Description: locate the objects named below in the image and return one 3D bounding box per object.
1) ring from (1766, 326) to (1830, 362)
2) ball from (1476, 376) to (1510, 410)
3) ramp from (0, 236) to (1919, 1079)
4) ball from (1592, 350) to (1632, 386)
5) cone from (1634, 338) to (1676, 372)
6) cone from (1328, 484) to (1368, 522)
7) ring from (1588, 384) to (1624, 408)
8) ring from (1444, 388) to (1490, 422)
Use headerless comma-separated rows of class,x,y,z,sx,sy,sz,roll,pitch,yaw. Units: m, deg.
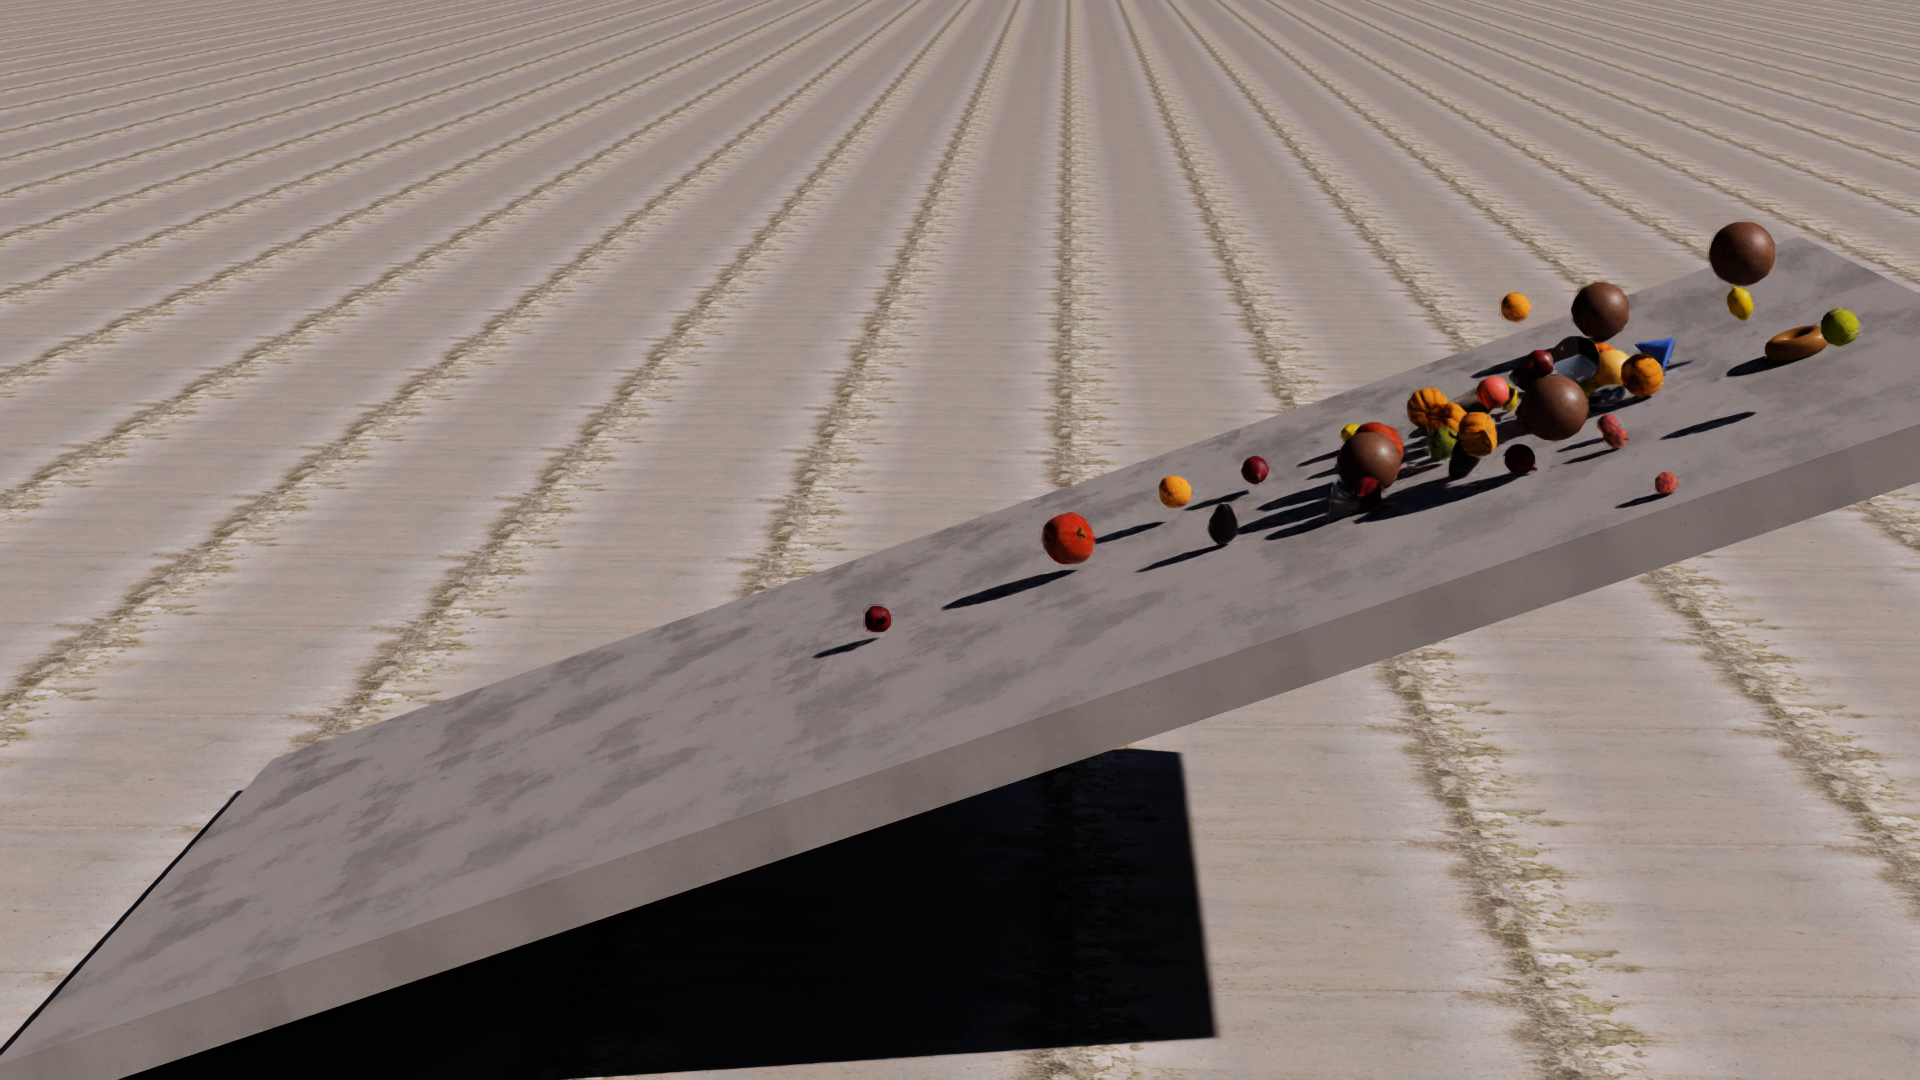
ring,1.686,-0.395,5.923,0.130,0.043,0.130,-19,12,4
ball,1.136,-0.313,6.265,0.070,0.070,0.070,0,13,0
ramp,0.112,0.178,6.300,4.000,0.100,2.000,-19,11,6
ball,1.369,-0.358,6.176,0.086,0.086,0.086,0,13,0
cone,1.451,-0.400,6.175,0.077,0.077,0.077,21,19,20
cone,0.790,-0.070,5.948,0.081,0.081,0.081,8,13,3
ring,1.341,-0.300,6.104,0.080,0.027,0.080,-21,16,6
ring,1.121,-0.298,6.418,0.139,0.046,0.139,-25,5,3
